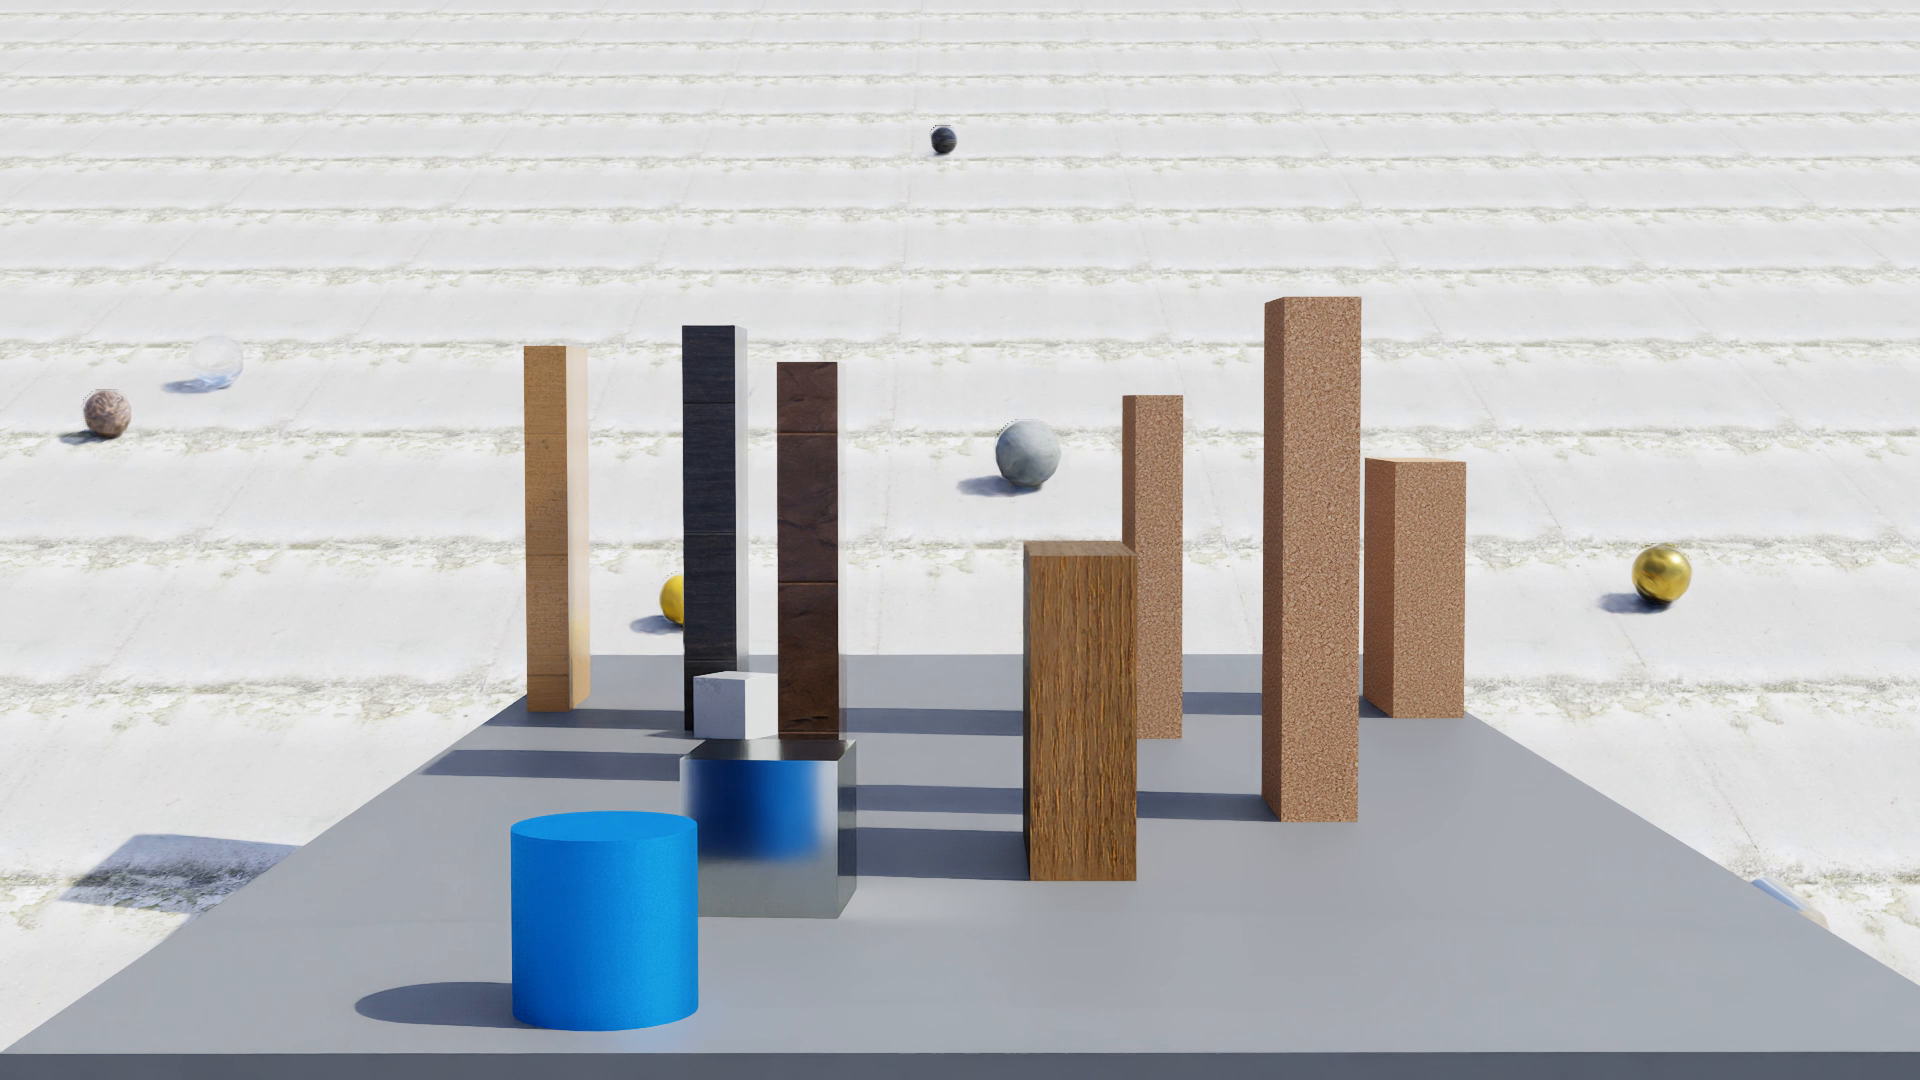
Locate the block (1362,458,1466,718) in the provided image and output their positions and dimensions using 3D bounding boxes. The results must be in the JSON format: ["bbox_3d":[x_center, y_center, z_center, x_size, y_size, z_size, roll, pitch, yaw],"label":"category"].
[{"bbox_3d":[0.948,0.091,5.384,0.143,0.519,0.392,0,3,0],"label":"block"}]

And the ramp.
[{"bbox_3d":[0.049,0.447,4.532,2.000,0.100,4.000,0,3,0],"label":"ramp"}]

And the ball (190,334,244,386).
[{"bbox_3d":[-2.565,-0.620,8.879,0.178,0.178,0.178,0,21,0],"label":"ball"}]

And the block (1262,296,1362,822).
[{"bbox_3d":[0.548,0.024,4.026,0.116,0.799,0.255,0,3,0],"label":"block"}]

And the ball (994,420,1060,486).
[{"bbox_3d":[0.209,-0.267,7.938,0.203,0.203,0.203,0,21,0],"label":"ball"}]

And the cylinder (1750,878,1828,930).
[{"bbox_3d":[1.689,0.792,5.305,0.141,0.141,0.141,-8,23,-19],"label":"cylinder"}]

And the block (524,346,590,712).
[{"bbox_3d":[-0.854,-0.031,5.458,0.088,0.756,0.308,0,3,0],"label":"block"}]

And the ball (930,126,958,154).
[{"bbox_3d":[-0.076,-1.904,12.244,0.129,0.129,0.129,0,21,0],"label":"ball"}]

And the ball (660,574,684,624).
[{"bbox_3d":[-0.741,0.159,6.932,0.140,0.140,0.140,0,21,0],"label":"ball"}]

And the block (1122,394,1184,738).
[{"bbox_3d":[0.377,0.041,5.067,0.090,0.653,0.395,0,3,0],"label":"block"}]

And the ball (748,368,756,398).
[{"bbox_3d":[-0.759,-0.531,8.708,0.137,0.137,0.137,0,21,0],"label":"ball"}]

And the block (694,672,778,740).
[{"bbox_3d":[-0.430,0.318,4.934,0.116,0.116,0.116,2,3,27],"label":"block"}]

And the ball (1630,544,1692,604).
[{"bbox_3d":[1.928,0.095,7.065,0.163,0.163,0.163,0,21,0],"label":"ball"}]

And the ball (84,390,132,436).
[{"bbox_3d":[-2.779,-0.412,8.382,0.152,0.152,0.152,0,21,0],"label":"ball"}]

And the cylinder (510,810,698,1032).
[{"bbox_3d":[-0.374,0.398,2.710,0.195,0.195,0.195,0,3,0],"label":"cylinder"}]

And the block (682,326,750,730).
[{"bbox_3d":[-0.487,-0.030,5.143,0.103,0.789,0.297,0,3,0],"label":"block"}]

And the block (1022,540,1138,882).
[{"bbox_3d":[0.164,0.229,3.611,0.142,0.436,0.372,0,3,0],"label":"block"}]

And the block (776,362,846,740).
[{"bbox_3d":[-0.254,0.048,4.451,0.102,0.707,0.316,0,3,0],"label":"block"}]

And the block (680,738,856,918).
[{"bbox_3d":[-0.242,0.366,3.287,0.197,0.197,0.197,0,3,4],"label":"block"}]
